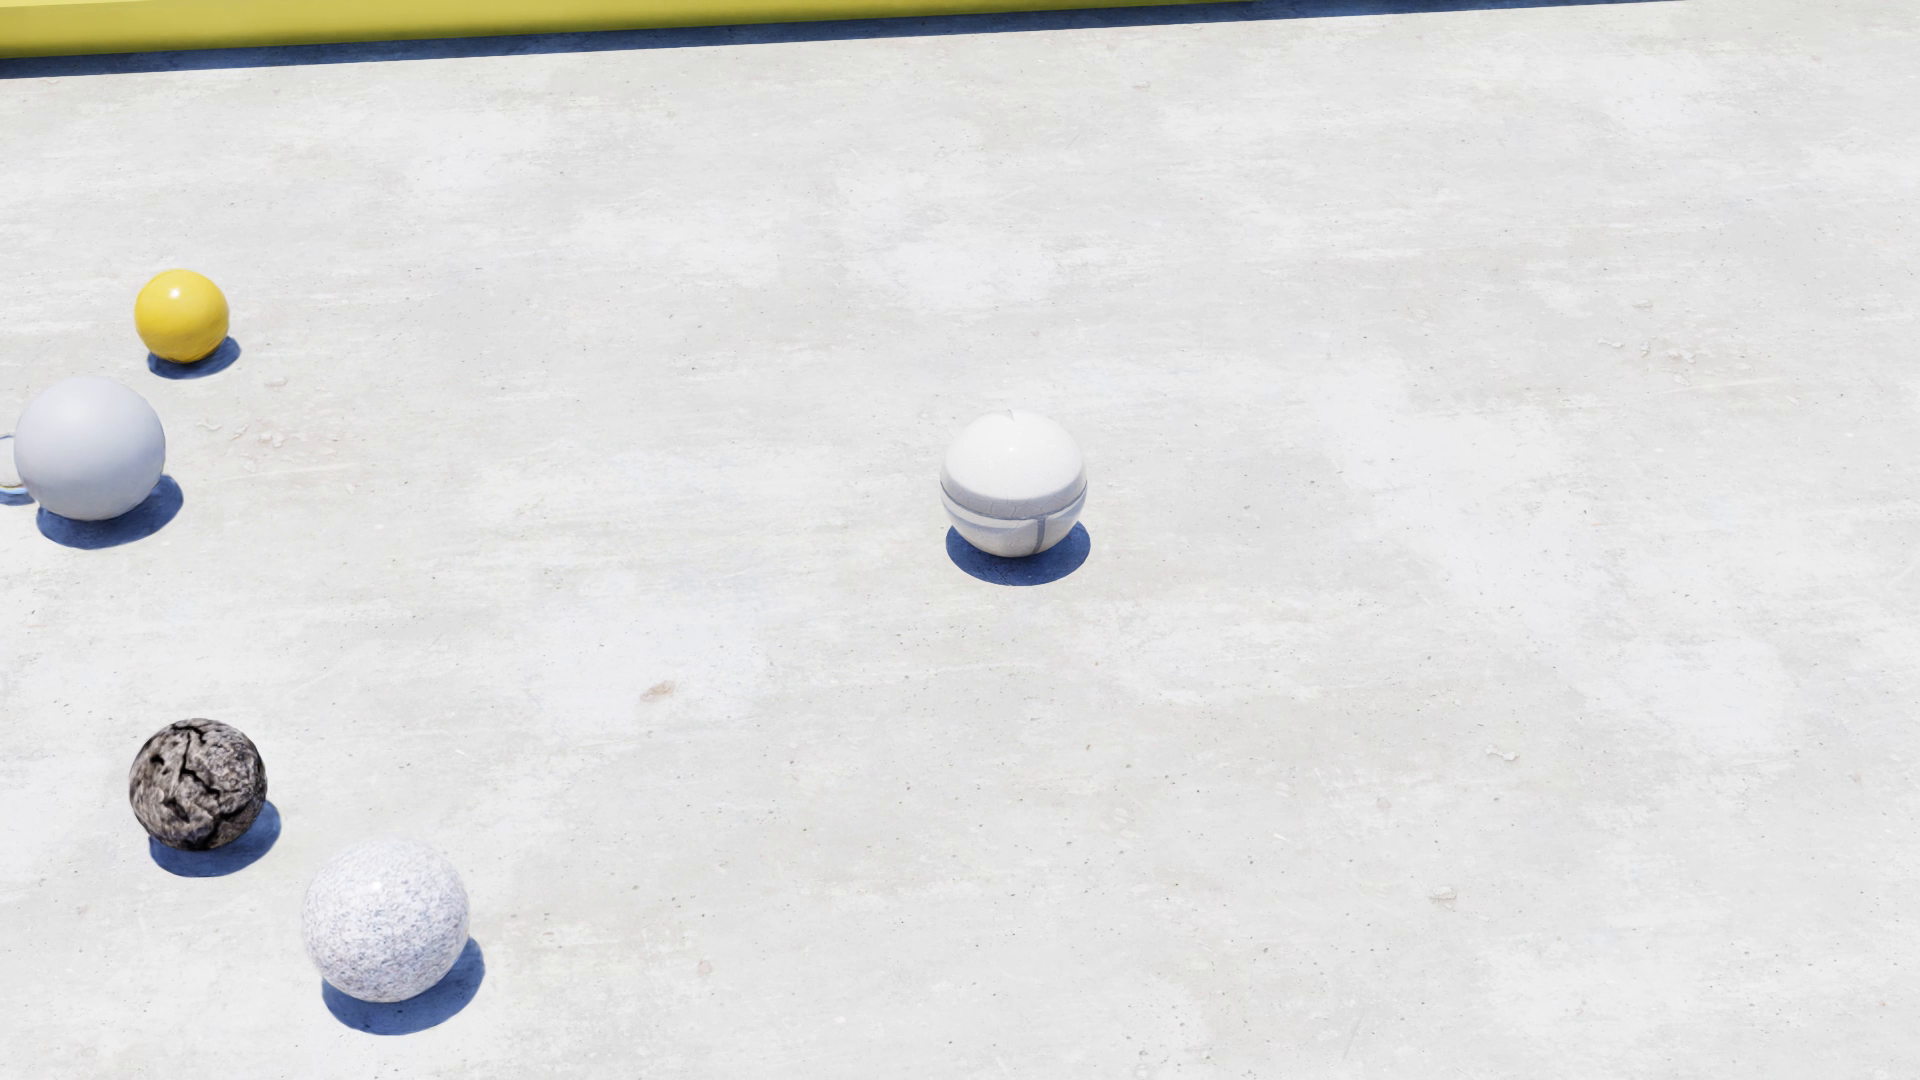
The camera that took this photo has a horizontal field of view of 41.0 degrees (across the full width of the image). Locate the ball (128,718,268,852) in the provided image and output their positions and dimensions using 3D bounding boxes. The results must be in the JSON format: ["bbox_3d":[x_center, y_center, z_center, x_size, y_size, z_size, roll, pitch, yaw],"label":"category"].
[{"bbox_3d":[-0.422,0.136,1.421,0.074,0.074,0.074,0,36,0],"label":"ball"}]

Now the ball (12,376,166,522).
[{"bbox_3d":[-0.567,-0.059,1.671,0.095,0.095,0.095,0,36,0],"label":"ball"}]

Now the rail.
[{"bbox_3d":[0.729,-0.561,2.333,3.298,0.123,0.045,-4,36,-5],"label":"rail"}]

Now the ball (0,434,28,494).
[{"bbox_3d":[-0.628,-0.050,1.705,0.040,0.040,0.040,0,36,0],"label":"ball"}]

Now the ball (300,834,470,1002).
[{"bbox_3d":[-0.297,0.196,1.329,0.086,0.086,0.086,0,36,0],"label":"ball"}]

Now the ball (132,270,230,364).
[{"bbox_3d":[-0.556,-0.160,1.833,0.067,0.067,0.067,0,36,0],"label":"ball"}]

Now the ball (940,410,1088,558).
[{"bbox_3d":[0.034,-0.036,1.639,0.095,0.095,0.095,0,36,0],"label":"ball"}]
